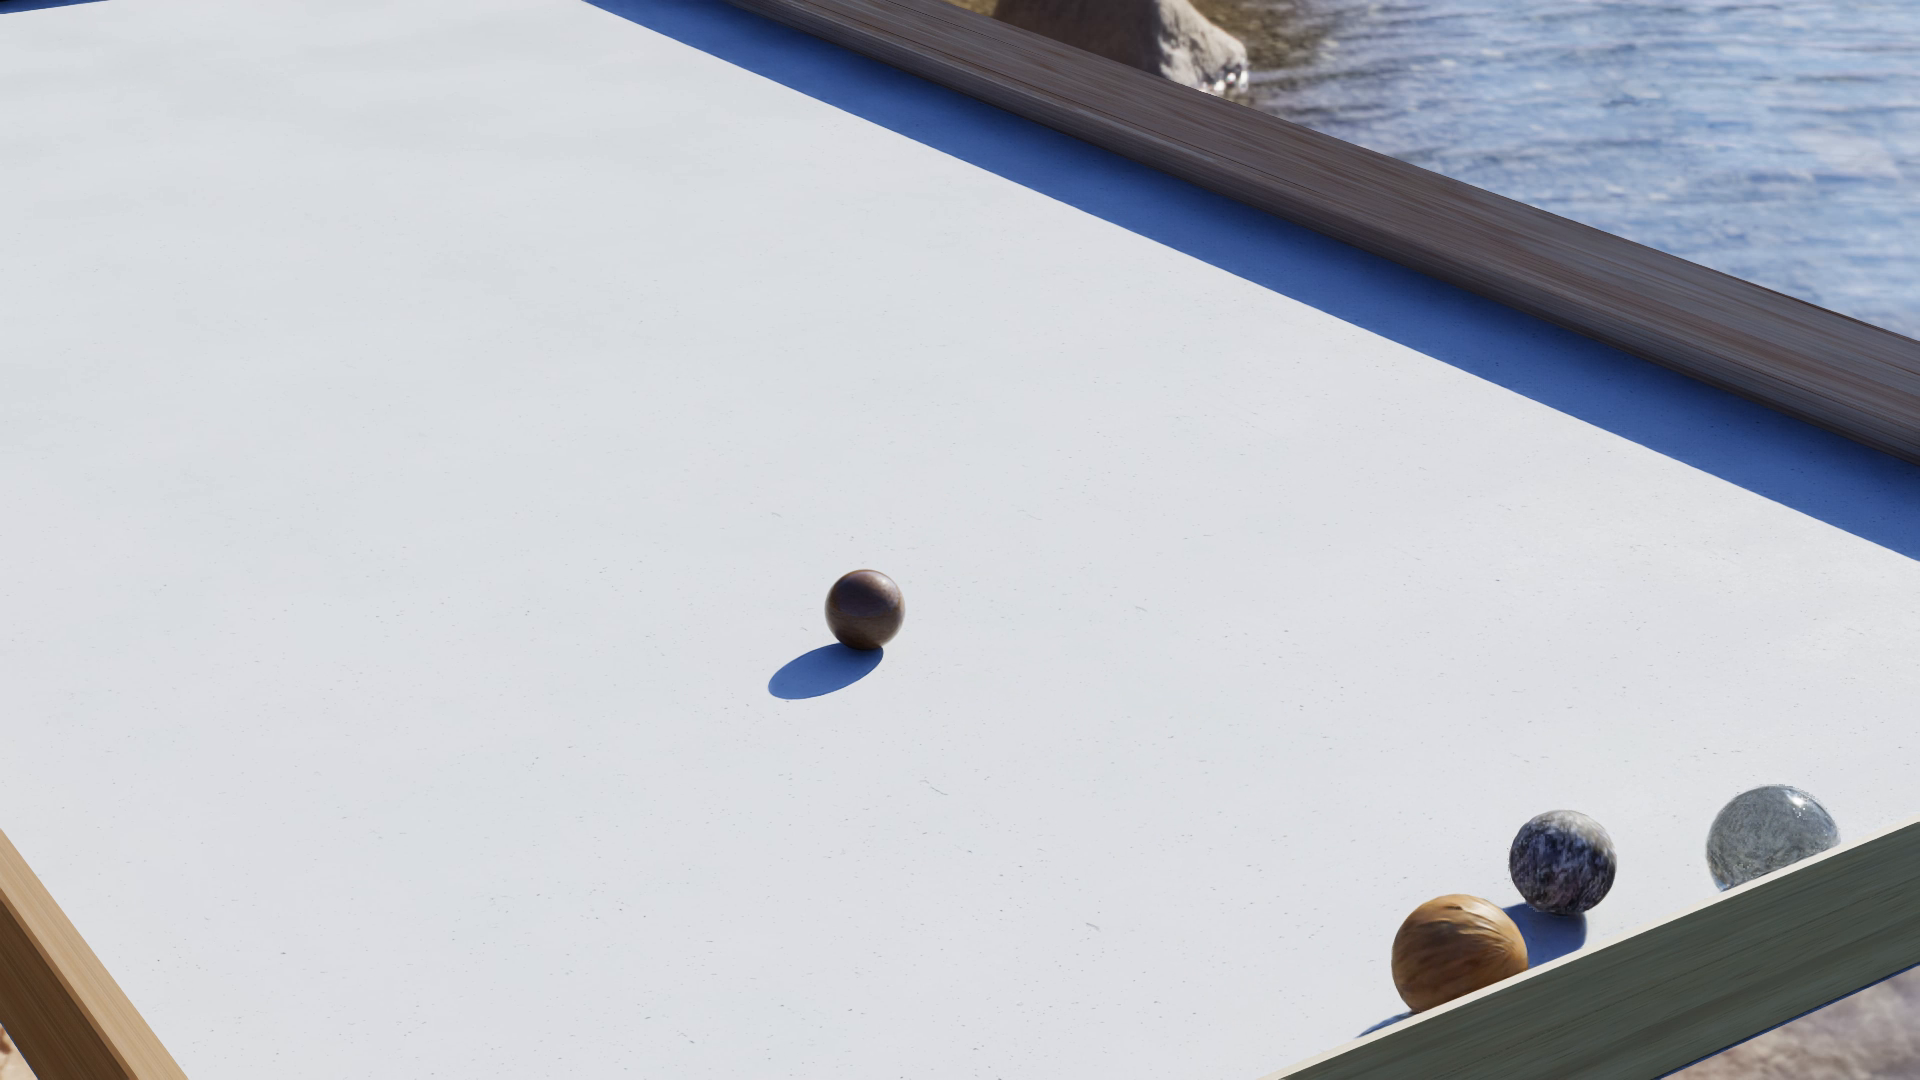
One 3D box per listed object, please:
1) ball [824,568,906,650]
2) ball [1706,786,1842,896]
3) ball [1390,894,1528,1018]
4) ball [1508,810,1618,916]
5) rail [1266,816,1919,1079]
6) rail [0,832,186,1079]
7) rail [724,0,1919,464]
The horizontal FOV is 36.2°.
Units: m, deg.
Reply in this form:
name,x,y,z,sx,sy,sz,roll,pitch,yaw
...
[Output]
name,x,y,z,sx,sy,sz,roll,pitch,yaw
ball,-0.070,0.052,2.177,0.061,0.061,0.061,0,23,0
ball,0.504,0.194,1.823,0.082,0.082,0.082,0,23,0
ball,0.290,0.245,1.708,0.079,0.079,0.079,0,23,0
ball,0.375,0.200,1.828,0.066,0.066,0.066,0,23,0
rail,0.427,0.237,1.690,1.634,0.107,0.045,-15,28,-31
rail,-1.101,-0.107,2.482,0.045,0.107,3.177,-15,28,-31
rail,0.221,-0.456,3.288,0.045,0.107,3.177,-15,28,-31
